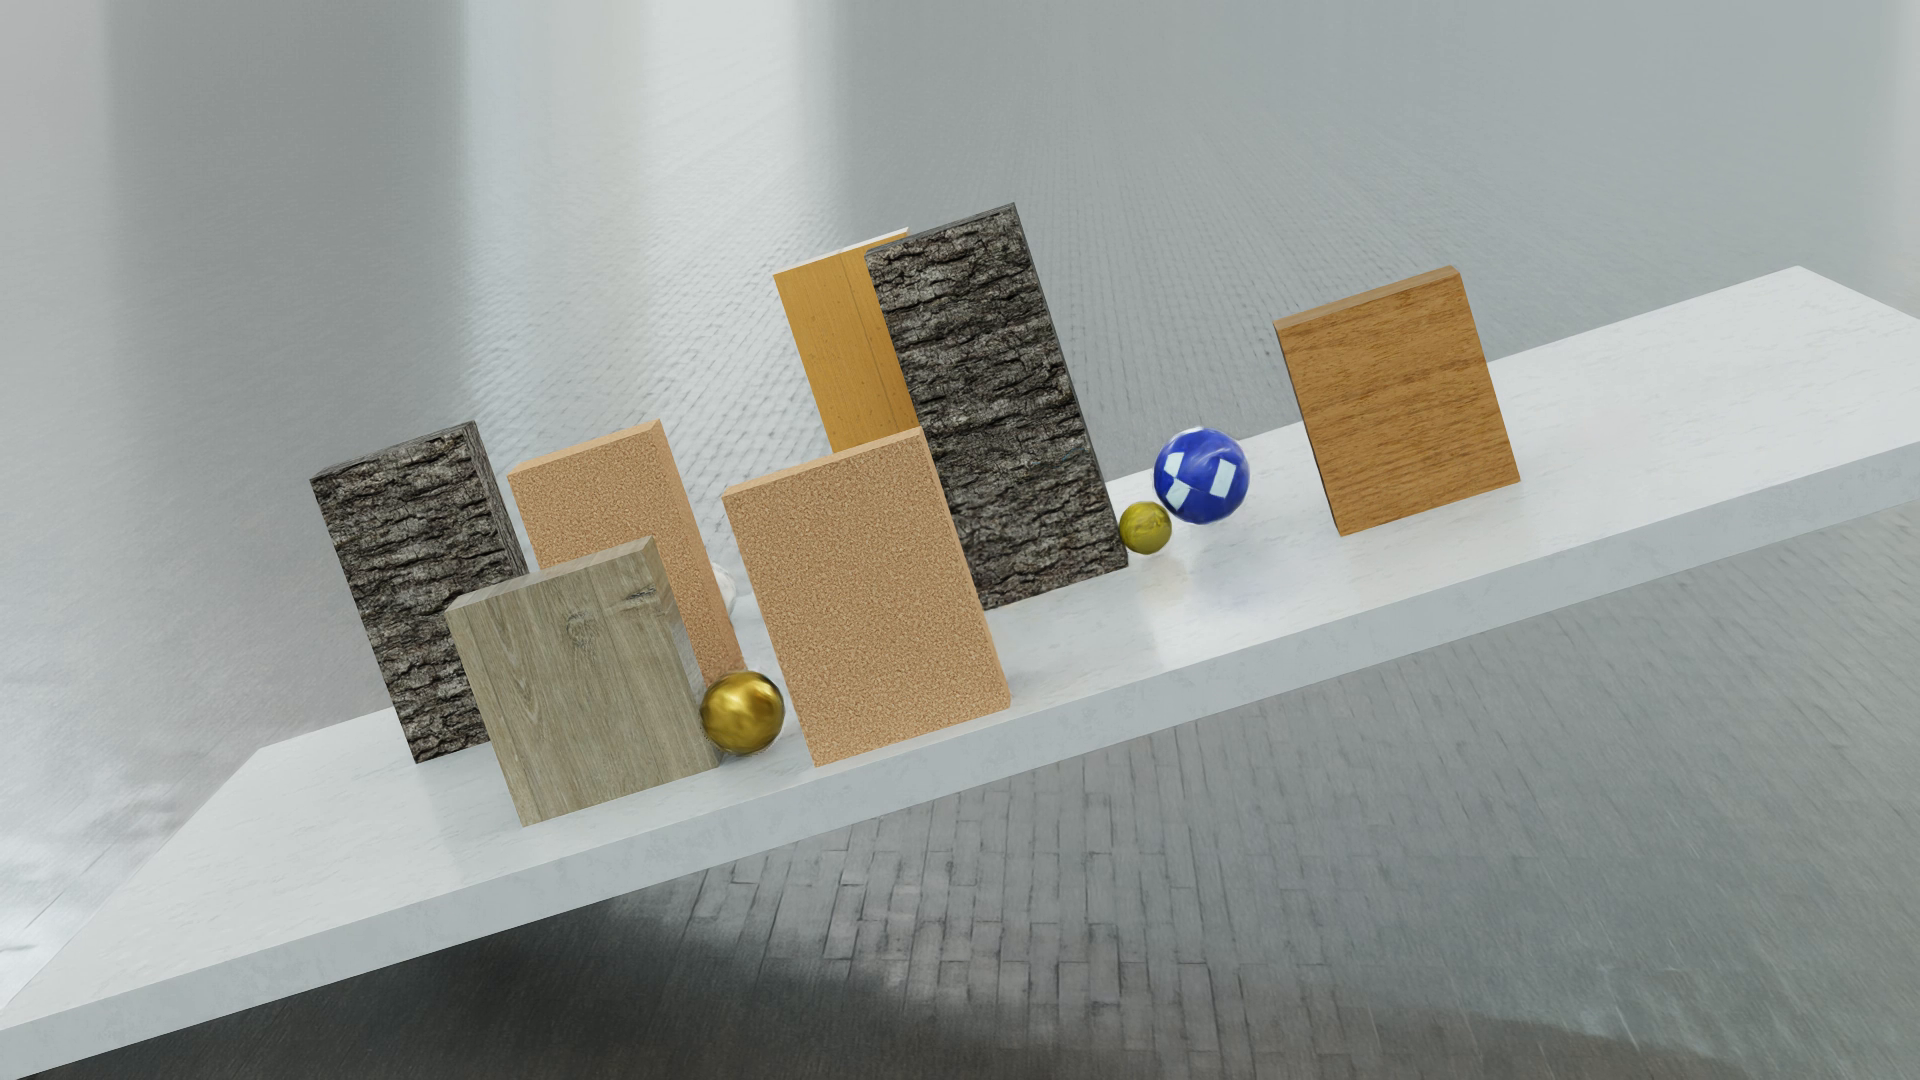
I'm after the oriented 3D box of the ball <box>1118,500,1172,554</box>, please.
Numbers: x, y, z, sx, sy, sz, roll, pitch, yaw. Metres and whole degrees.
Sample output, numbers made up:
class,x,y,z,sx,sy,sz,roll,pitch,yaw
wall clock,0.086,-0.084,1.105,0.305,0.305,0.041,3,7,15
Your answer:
class,x,y,z,sx,sy,sz,roll,pitch,yaw
ball,0.394,-0.027,6.256,0.115,0.115,0.115,0,12,0

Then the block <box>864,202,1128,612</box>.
class,x,y,z,sx,sy,sz,roll,pitch,yaw
block,0.081,-0.281,6.253,0.328,0.798,0.140,-17,11,5

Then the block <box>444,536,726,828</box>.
class,x,y,z,sx,sy,sz,roll,pitch,yaw
block,-0.726,0.275,5.735,0.406,0.451,0.145,-17,11,5

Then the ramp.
class,x,y,z,sx,sy,sz,roll,pitch,yaw
ramp,0.102,0.182,6.309,4.000,0.100,2.000,-17,11,5

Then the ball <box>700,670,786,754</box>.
class,x,y,z,sx,sy,sz,roll,pitch,yaw
ball,-0.417,0.330,5.656,0.163,0.163,0.163,0,12,0

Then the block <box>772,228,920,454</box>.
class,x,y,z,sx,sy,sz,roll,pitch,yaw
block,-0.171,-0.348,7.159,0.336,0.749,0.121,-17,11,5

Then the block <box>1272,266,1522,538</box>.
class,x,y,z,sx,sy,sz,roll,pitch,yaw
block,0.872,-0.279,5.884,0.372,0.436,0.142,-17,11,5

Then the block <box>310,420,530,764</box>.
class,x,y,z,sx,sy,sz,roll,pitch,yaw
block,-1.162,0.117,6.637,0.361,0.687,0.148,-17,11,5

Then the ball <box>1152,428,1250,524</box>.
class,x,y,z,sx,sy,sz,roll,pitch,yaw
ball,0.516,-0.137,6.280,0.208,0.208,0.208,0,12,0

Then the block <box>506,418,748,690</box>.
class,x,y,z,sx,sy,sz,roll,pitch,yaw
block,-0.699,0.084,6.252,0.319,0.602,0.149,-17,11,5

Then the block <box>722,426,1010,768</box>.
class,x,y,z,sx,sy,sz,roll,pitch,yaw
block,-0.169,0.106,5.420,0.379,0.535,0.099,-17,11,5

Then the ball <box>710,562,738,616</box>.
class,x,y,z,sx,sy,sz,roll,pitch,yaw
ball,-0.619,0.133,7.057,0.167,0.167,0.167,0,12,0
